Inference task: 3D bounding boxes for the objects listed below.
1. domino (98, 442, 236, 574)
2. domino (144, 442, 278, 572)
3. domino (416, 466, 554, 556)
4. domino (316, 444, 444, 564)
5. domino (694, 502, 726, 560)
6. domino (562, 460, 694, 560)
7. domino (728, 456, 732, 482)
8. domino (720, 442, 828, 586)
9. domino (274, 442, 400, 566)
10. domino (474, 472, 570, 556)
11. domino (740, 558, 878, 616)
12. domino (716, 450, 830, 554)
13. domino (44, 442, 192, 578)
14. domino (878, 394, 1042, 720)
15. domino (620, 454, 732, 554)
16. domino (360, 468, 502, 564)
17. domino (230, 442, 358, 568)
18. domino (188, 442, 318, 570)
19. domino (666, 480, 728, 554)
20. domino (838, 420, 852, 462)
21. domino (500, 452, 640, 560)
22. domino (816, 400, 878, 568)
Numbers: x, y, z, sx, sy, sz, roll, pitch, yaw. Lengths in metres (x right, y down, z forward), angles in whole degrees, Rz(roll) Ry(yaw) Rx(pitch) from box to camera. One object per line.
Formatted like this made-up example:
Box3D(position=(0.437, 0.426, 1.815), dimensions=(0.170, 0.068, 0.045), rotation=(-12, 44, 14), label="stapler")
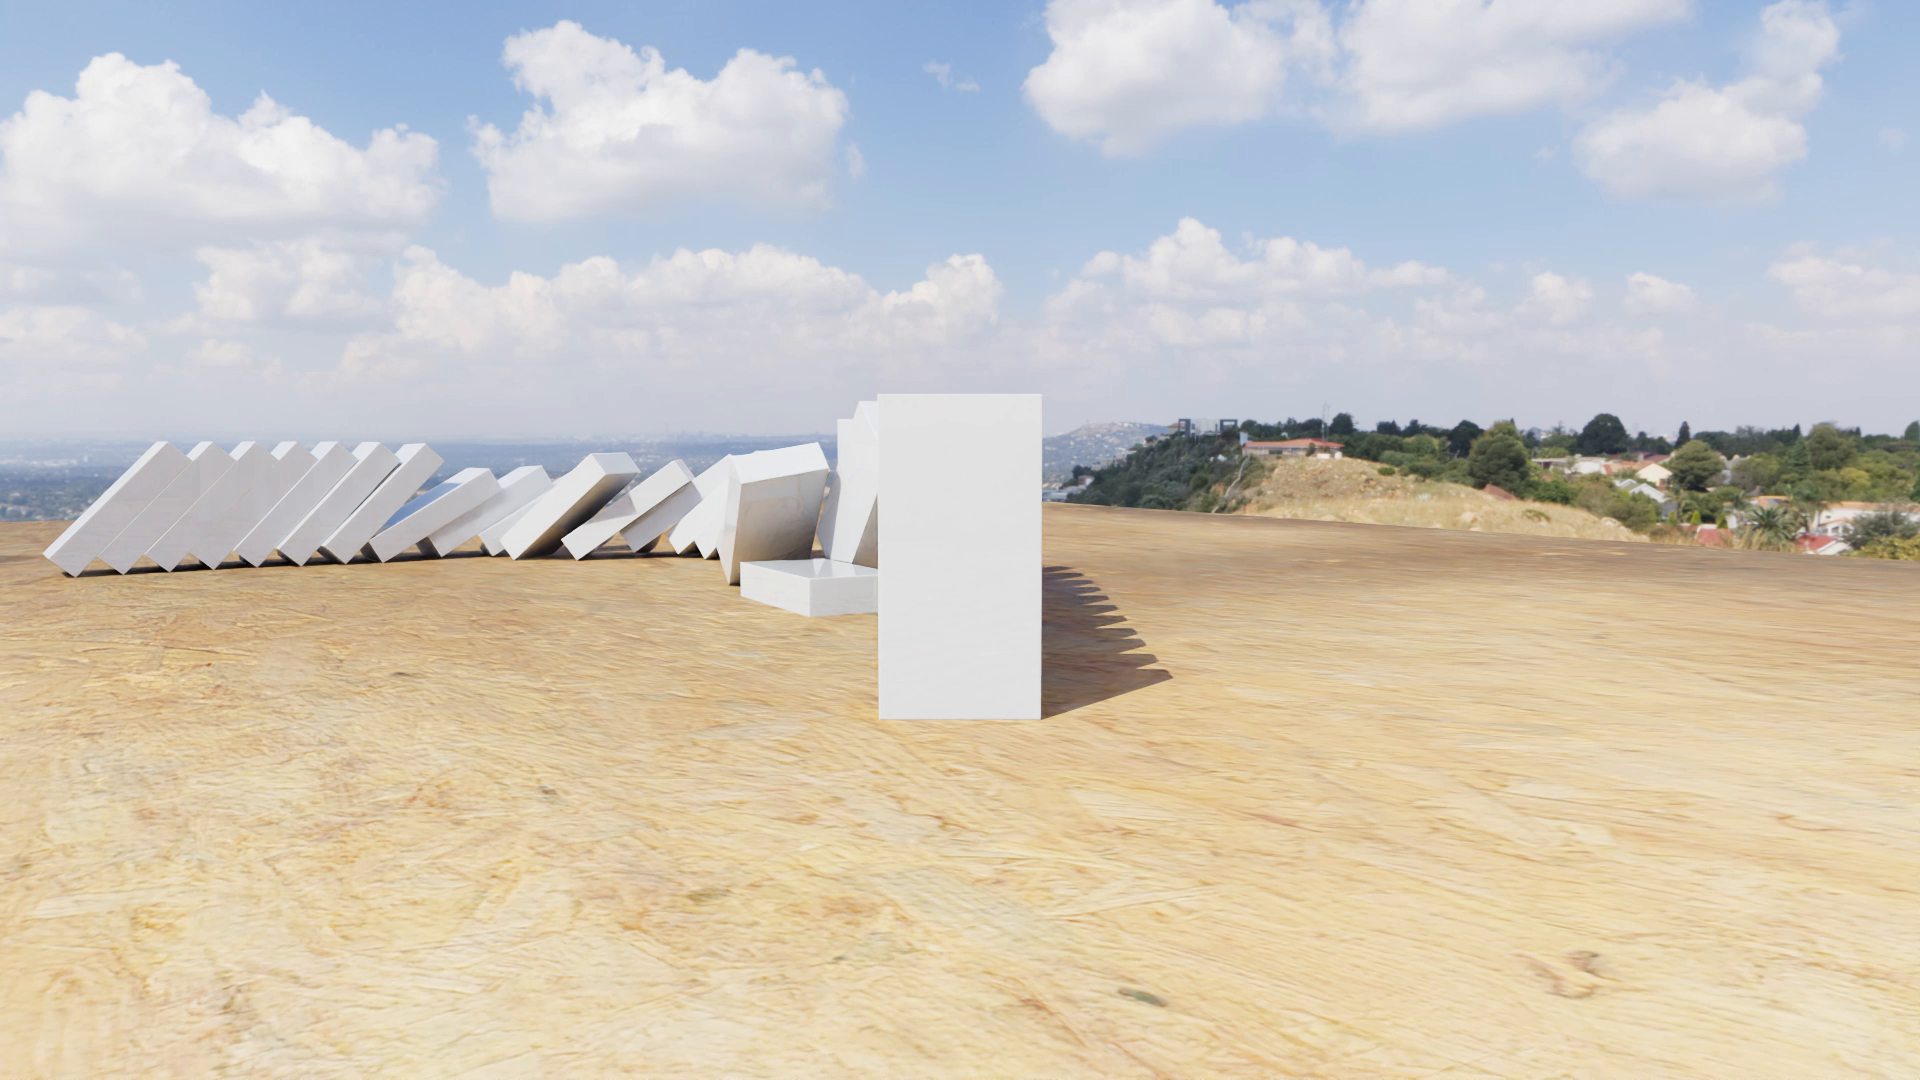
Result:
Box3D(position=(-0.269, -0.012, 0.433), dimensions=(0.025, 0.050, 0.010), rotation=(6, -35, 51), label="domino")
Box3D(position=(-0.259, -0.012, 0.441), dimensions=(0.025, 0.050, 0.009), rotation=(5, -36, 51), label="domino")
Box3D(position=(-0.184, -0.012, 0.493), dimensions=(0.050, 0.009, 0.025), rotation=(-39, 24, -30), label="domino")
Box3D(position=(-0.213, -0.014, 0.467), dimensions=(0.025, 0.050, 0.009), rotation=(4, -39, 50), label="domino")
Box3D(position=(-0.073, -0.012, 0.469), dimensions=(0.050, 0.010, 0.025), rotation=(-44, -22, 30), label="domino")
Box3D(position=(-0.123, -0.012, 0.480), dimensions=(0.050, 0.009, 0.025), rotation=(-36, 7, -2), label="domino")
Box3D(position=(-0.058, -0.007, 0.393), dimensions=(0.025, 0.009, 0.050), rotation=(-6, -34, -16), label="domino")
Box3D(position=(-0.055, -0.007, 0.373), dimensions=(0.025, 0.009, 0.050), rotation=(-12, -31, -22), label="domino")
Box3D(position=(-0.226, -0.014, 0.462), dimensions=(0.025, 0.050, 0.009), rotation=(5, -36, 51), label="domino")
Box3D(position=(-0.164, -0.012, 0.499), dimensions=(0.050, 0.009, 0.025), rotation=(-36, 18, -22), label="domino")
Box3D(position=(-0.038, 0.012, 0.343), dimensions=(0.025, 0.010, 0.050), rotation=(-2, 5, -29), label="domino")
Box3D(position=(-0.066, -0.011, 0.451), dimensions=(0.025, 0.009, 0.050), rotation=(-3, -36, -32), label="domino")
Box3D(position=(-0.279, -0.011, 0.424), dimensions=(0.025, 0.050, 0.010), rotation=(5, -36, 51), label="domino")
Box3D(position=(0.000, 0.002, 0.201), dimensions=(0.025, 0.050, 0.009), rotation=(0, 4, 0), label="domino")
Box3D(position=(-0.104, -0.013, 0.489), dimensions=(0.050, 0.010, 0.025), rotation=(-36, 1, -2), label="domino")
Box3D(position=(-0.199, -0.010, 0.479), dimensions=(0.050, 0.010, 0.025), rotation=(-39, 26, -30), label="domino")
Box3D(position=(-0.239, -0.013, 0.457), dimensions=(0.025, 0.050, 0.009), rotation=(5, -36, 51), label="domino")
Box3D(position=(-0.249, -0.013, 0.450), dimensions=(0.025, 0.050, 0.010), rotation=(5, -36, 51), label="domino")
Box3D(position=(-0.084, -0.014, 0.482), dimensions=(0.050, 0.009, 0.025), rotation=(-39, -12, 16), label="domino")
Box3D(position=(-0.025, -0.012, 0.393), dimensions=(0.025, 0.050, 0.009), rotation=(3, 5, 33), label="domino")
Box3D(position=(-0.144, -0.013, 0.474), dimensions=(0.050, 0.010, 0.025), rotation=(-40, -6, 15), label="domino")
Box3D(position=(-0.026, -0.011, 0.358), dimensions=(0.010, 0.050, 0.025), rotation=(-2, 46, -28), label="domino")
